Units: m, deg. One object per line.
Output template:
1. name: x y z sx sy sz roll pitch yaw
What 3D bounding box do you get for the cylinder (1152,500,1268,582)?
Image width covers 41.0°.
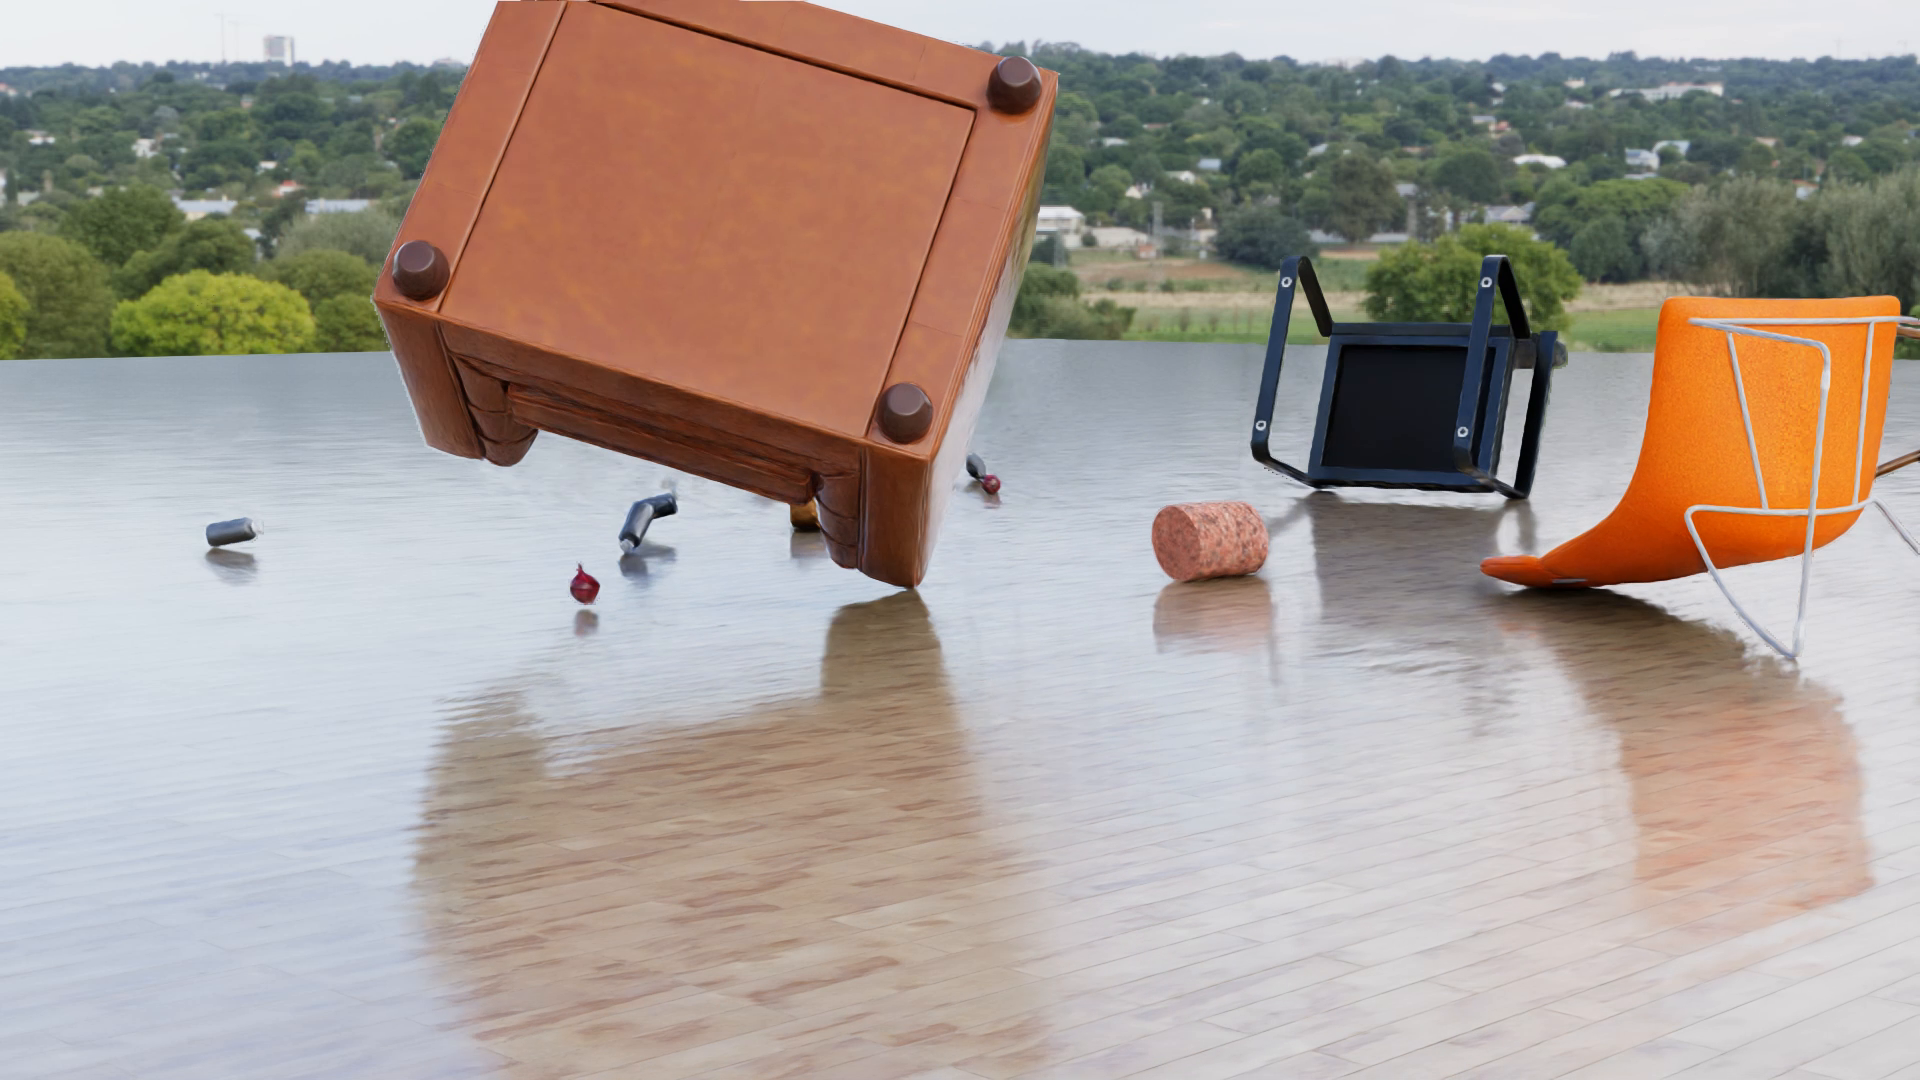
1. cylinder: 0.548 0.001 5.616 0.218 0.167 0.136 -5 -21 -42

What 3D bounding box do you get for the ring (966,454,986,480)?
1. ring: 0.051 -0.237 8.288 0.037 0.083 0.107 -36 -22 -20

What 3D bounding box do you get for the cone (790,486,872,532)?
1. cone: -0.320 -0.054 6.659 0.211 0.108 0.167 18 -12 16

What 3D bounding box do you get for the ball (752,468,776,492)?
1. ball: -0.602 -0.186 7.857 0.074 0.074 0.074 0 6 0
